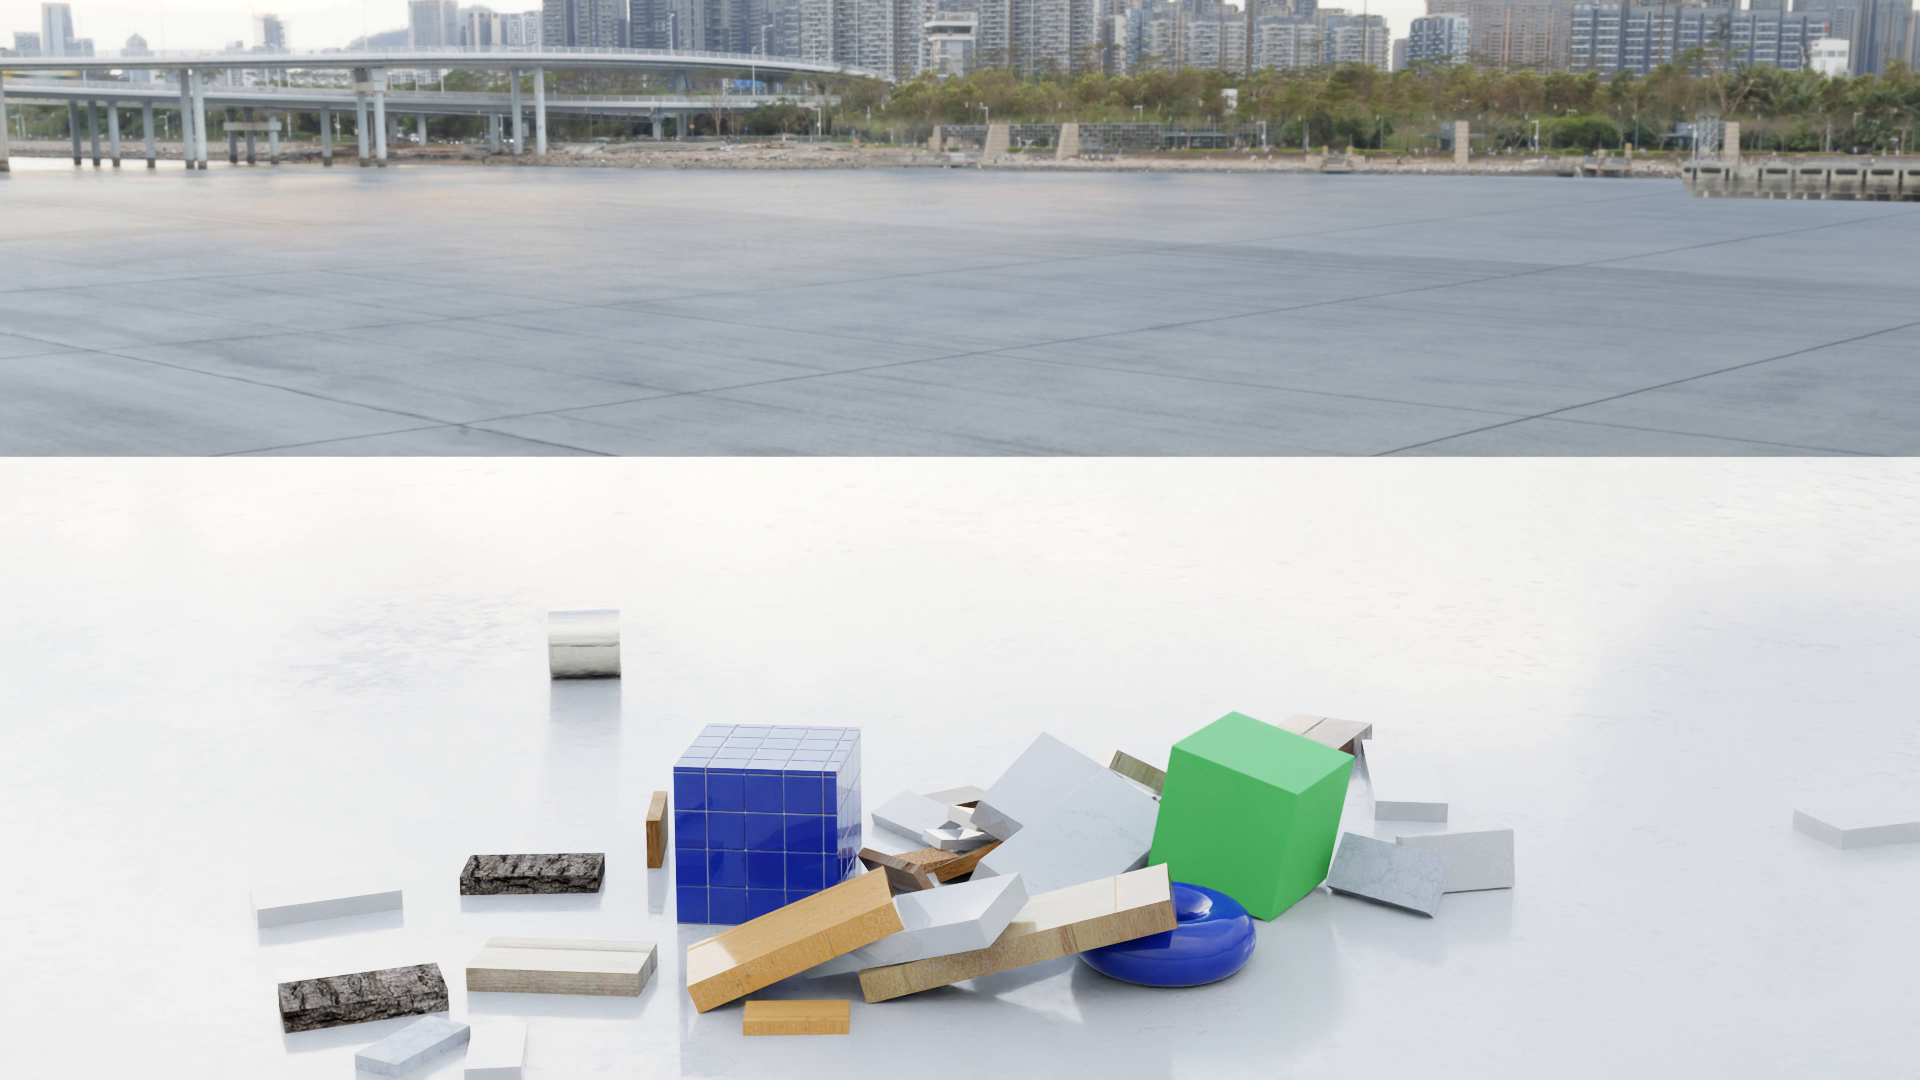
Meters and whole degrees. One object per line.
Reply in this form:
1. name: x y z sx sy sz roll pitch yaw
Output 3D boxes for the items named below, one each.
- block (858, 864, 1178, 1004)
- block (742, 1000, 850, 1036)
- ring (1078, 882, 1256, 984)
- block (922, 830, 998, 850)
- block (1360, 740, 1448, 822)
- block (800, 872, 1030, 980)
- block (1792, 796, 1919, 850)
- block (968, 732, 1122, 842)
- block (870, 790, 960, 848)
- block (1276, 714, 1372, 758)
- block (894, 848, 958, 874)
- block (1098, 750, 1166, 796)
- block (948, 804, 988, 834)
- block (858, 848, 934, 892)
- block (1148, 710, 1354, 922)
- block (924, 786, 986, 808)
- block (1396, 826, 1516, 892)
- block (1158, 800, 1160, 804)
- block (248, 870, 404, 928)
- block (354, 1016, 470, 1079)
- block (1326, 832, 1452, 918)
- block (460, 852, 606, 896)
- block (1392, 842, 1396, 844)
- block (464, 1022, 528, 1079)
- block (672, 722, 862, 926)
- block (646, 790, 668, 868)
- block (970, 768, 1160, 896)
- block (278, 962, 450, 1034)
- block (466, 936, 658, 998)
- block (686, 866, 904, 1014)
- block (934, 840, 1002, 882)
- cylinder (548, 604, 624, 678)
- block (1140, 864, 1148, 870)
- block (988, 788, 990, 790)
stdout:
1. block: 0.087 0.581 3.254 0.467 0.045 0.159 -15 9 6
2. block: -0.232 0.679 3.129 0.149 0.021 0.075 0 11 -2
3. ring: 0.310 0.599 3.364 0.285 0.095 0.285 1 10 0
4. block: 0.009 0.529 3.885 0.134 0.019 0.067 4 6 -29
5. block: 0.856 0.462 4.253 0.132 0.037 0.419 1 11 7
6. block: -0.072 0.572 3.258 0.319 0.045 0.159 -15 10 27
7. block: 1.664 0.512 3.987 0.264 0.037 0.132 -3 11 -17
8. block: 0.156 0.455 3.871 0.168 0.048 0.337 30 24 11
9. block: -0.077 0.504 3.989 0.086 0.024 0.172 -30 25 -30
10. block: 0.699 0.422 4.443 0.168 0.048 0.337 6 12 28
11. block: -0.074 0.557 3.793 0.134 0.019 0.067 -7 12 -32
12. block: 0.329 0.433 4.085 0.129 0.037 0.258 25 -6 1
13. block: 0.076 0.505 3.904 0.180 0.026 0.090 15 0 -36
14. block: -0.105 0.556 3.674 0.134 0.067 0.019 10 51 43
15. block: 0.482 0.453 3.647 0.228 0.228 0.228 20 21 29
16. block: -0.023 0.495 4.115 0.172 0.024 0.086 -7 13 -34
17. block: 0.830 0.537 3.681 0.201 0.097 0.027 -2 2 -13
18. block: 0.492 0.485 4.132 0.132 0.037 0.264 7 12 31
19. block: -1.038 0.586 3.600 0.228 0.032 0.114 -5 11 -24
20. block: -0.753 0.698 3.030 0.075 0.021 0.149 5 12 27
21. block: 0.706 0.550 3.624 0.194 0.097 0.027 10 -20 42
22. block: -0.721 0.564 3.719 0.228 0.032 0.114 -1 11 -3
23. block: 0.764 0.553 3.795 0.194 0.027 0.097 -9 14 -40
24. block: -0.634 0.702 3.010 0.075 0.021 0.149 -1 11 -8
25. block: -0.311 0.466 3.620 0.262 0.262 0.262 1 11 6
26. block: -0.533 0.509 3.872 0.024 0.086 0.172 -1 11 -3
27. block: 0.202 0.517 3.668 0.168 0.048 0.490 33 25 18
28. block: -0.866 0.663 3.189 0.228 0.032 0.114 -4 11 -21
29. block: -0.596 0.640 3.302 0.258 0.037 0.129 1 11 5
30. block: -0.246 0.588 3.248 0.319 0.045 0.159 -22 12 -2
31. block: 0.043 0.539 3.769 0.090 0.026 0.180 -26 -6 35
32. cylinder: -0.873 0.236 5.130 0.163 0.163 0.163 5 9 -13
33. block: 0.256 0.560 3.747 0.068 0.019 0.136 22 22 40
34. block: 0.151 0.477 4.081 0.113 0.032 0.226 14 9 28
